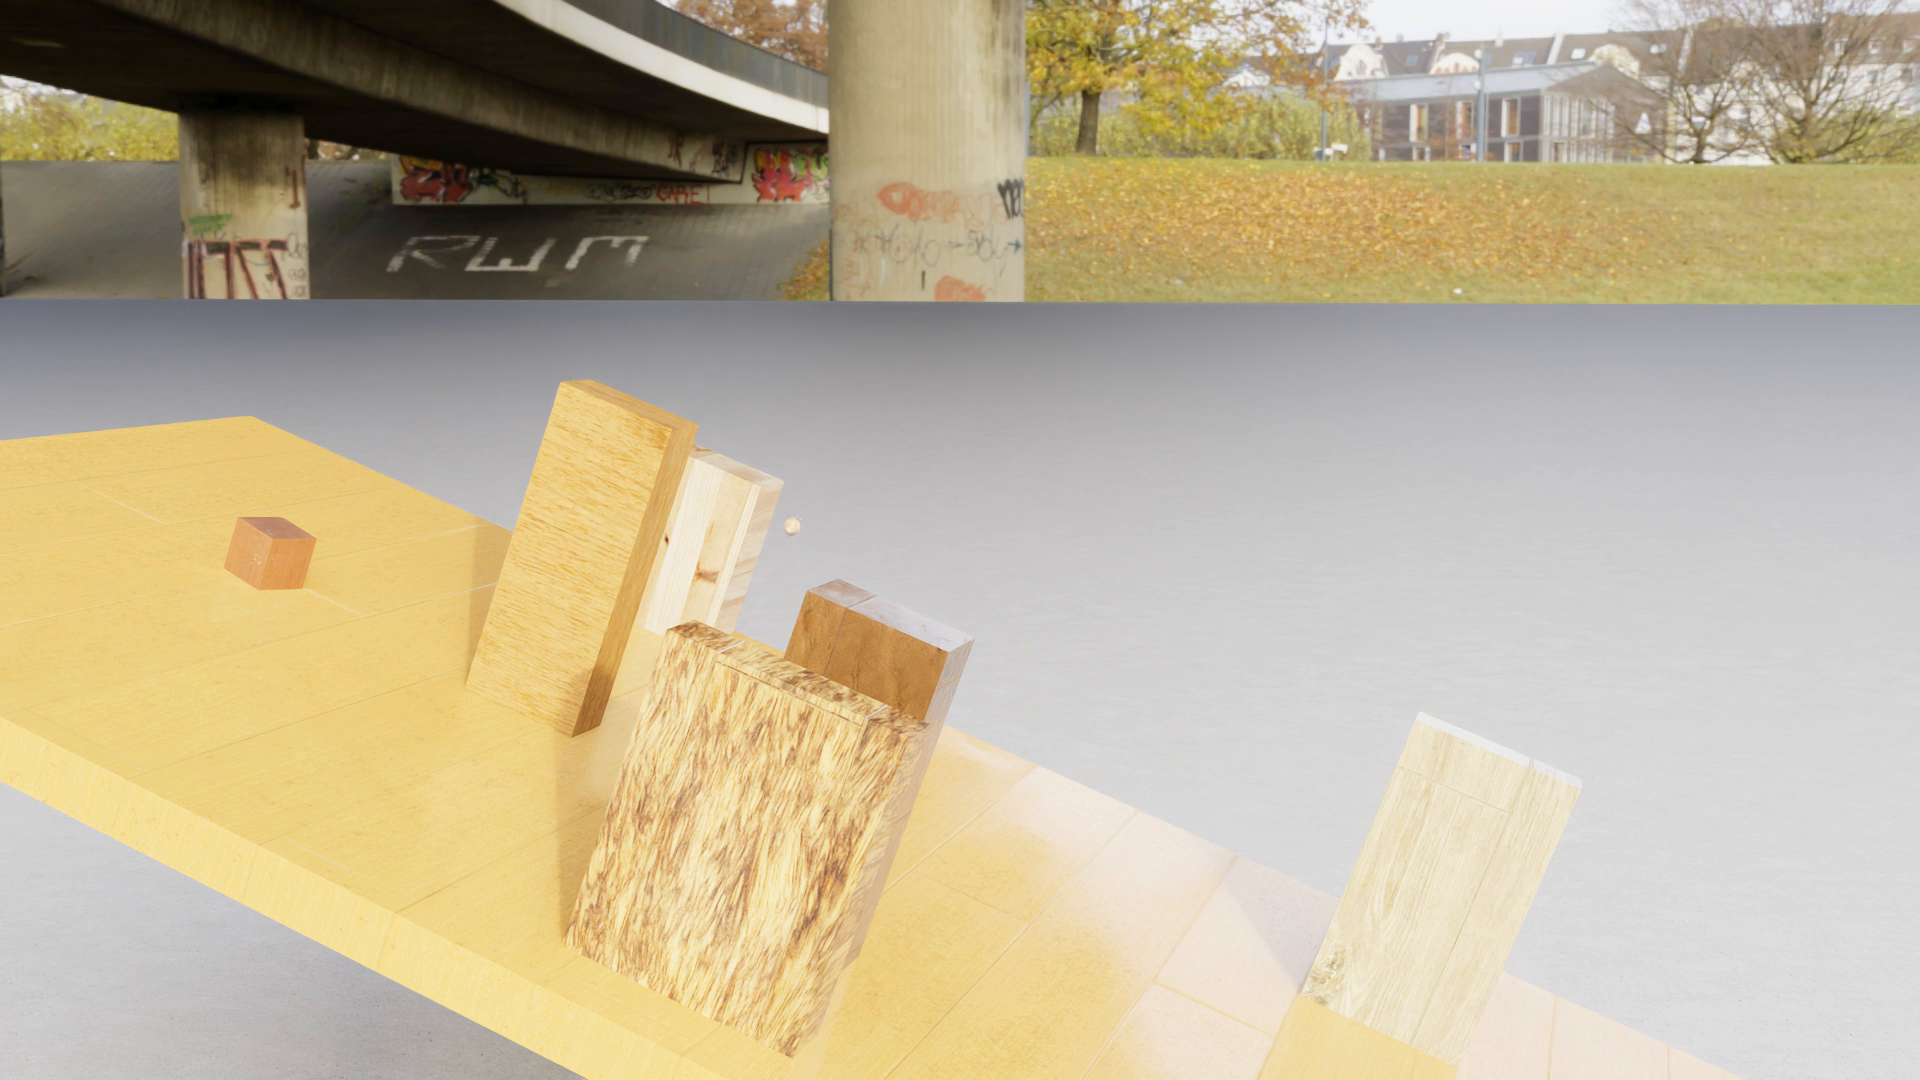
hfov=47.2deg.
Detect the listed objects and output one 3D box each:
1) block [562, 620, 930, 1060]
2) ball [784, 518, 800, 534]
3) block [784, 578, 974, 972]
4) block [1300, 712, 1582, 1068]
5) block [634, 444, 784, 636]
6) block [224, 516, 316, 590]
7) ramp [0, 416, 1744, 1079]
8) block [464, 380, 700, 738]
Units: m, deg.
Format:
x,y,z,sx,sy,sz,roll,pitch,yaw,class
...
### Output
x,y,z,sx,sy,sz,roll,pitch,yaw,class
-0.330,0.451,3.344,0.408,0.537,0.101,23,13,13,block
-1.201,-0.100,15.727,0.123,0.123,0.123,0,7,0,ball
-0.209,0.395,3.636,0.255,0.596,0.146,23,13,13,block
0.919,0.669,4.214,0.325,0.595,0.086,23,13,13,block
-0.657,-0.005,5.085,0.363,0.416,0.141,23,13,13,block
-1.408,0.027,4.488,0.113,0.113,0.113,27,14,29,block
-0.329,0.598,4.208,4.000,0.100,2.000,23,13,13,ramp
-0.735,0.035,4.262,0.243,0.642,0.126,23,13,13,block
